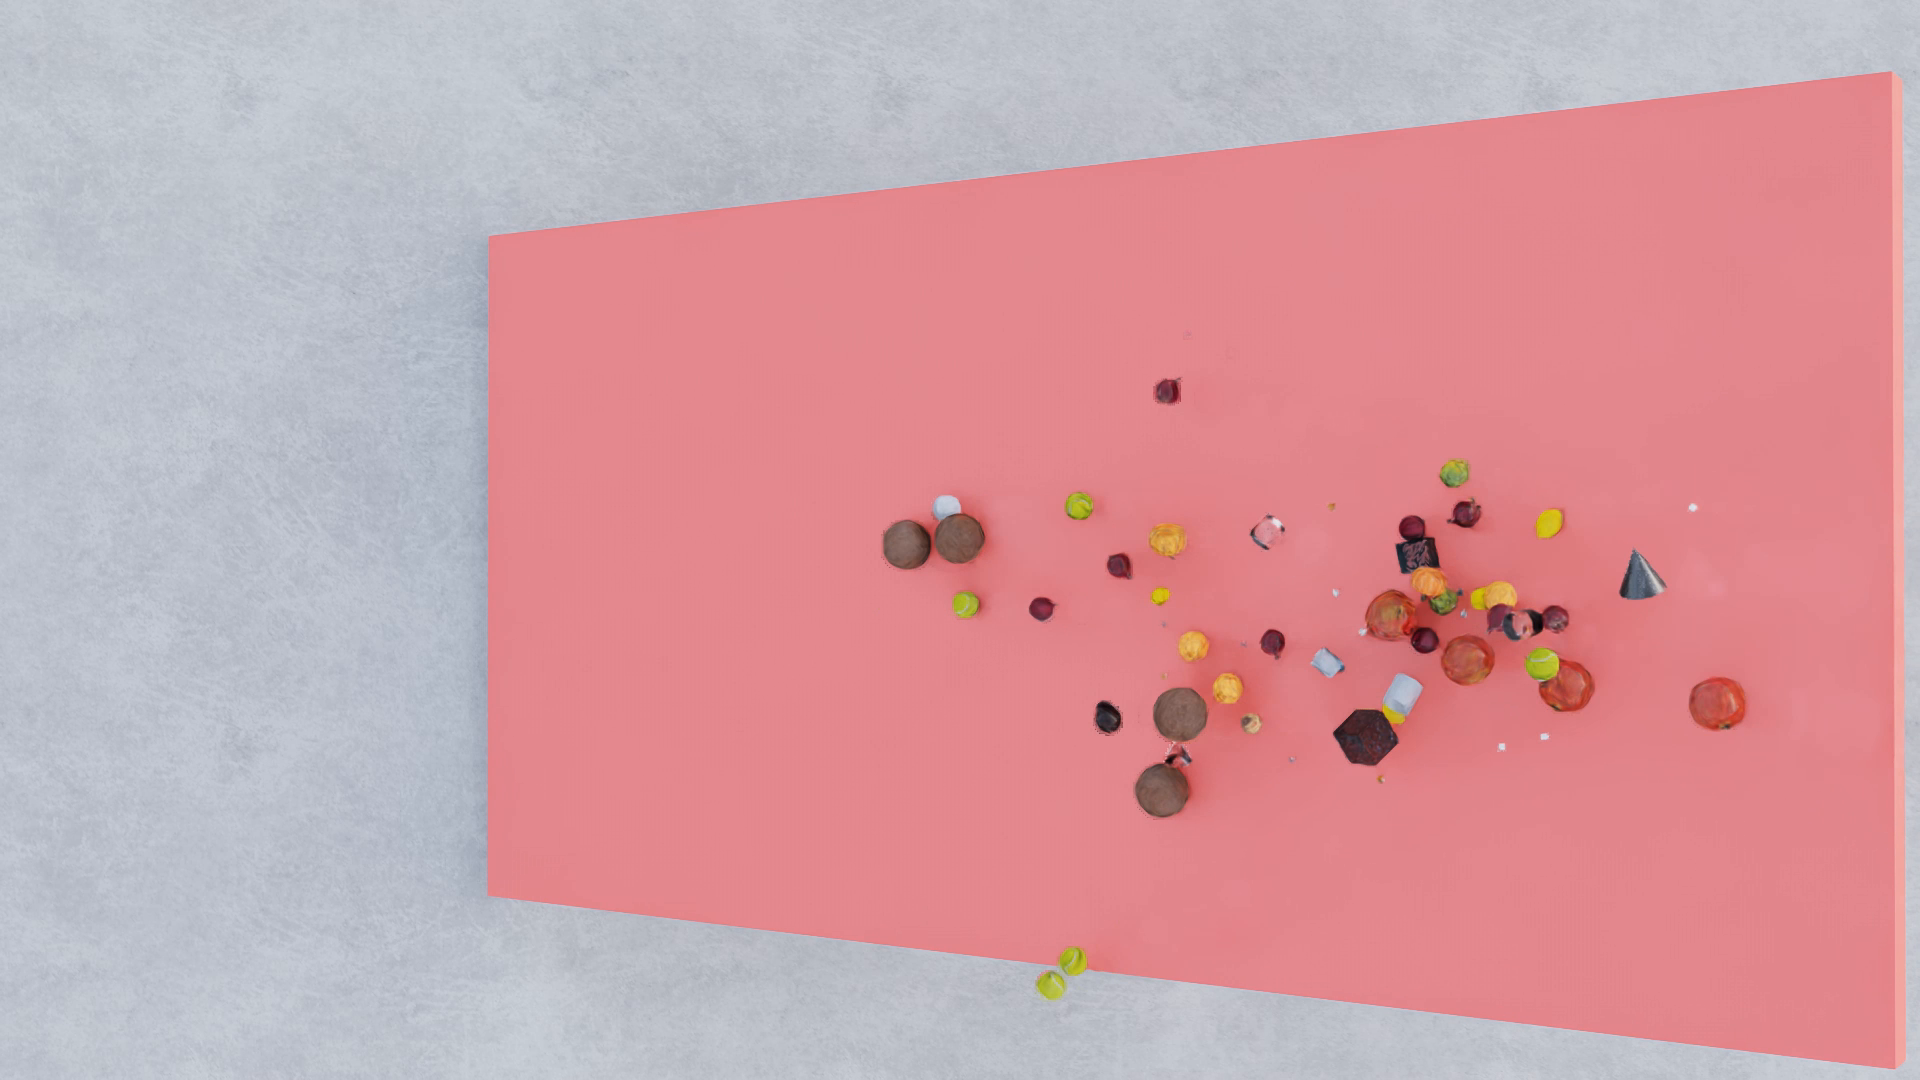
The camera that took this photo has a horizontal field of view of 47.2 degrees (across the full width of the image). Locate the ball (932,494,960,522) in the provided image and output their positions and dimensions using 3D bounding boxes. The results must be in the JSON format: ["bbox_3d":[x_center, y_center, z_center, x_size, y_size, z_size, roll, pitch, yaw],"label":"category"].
[{"bbox_3d":[-0.034,-0.081,5.666,0.073,0.073,0.073,0,90,0],"label":"ball"}]

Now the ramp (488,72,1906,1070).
[{"bbox_3d":[0.248,0.068,5.576,4.000,0.100,2.000,0,89,34],"label":"ramp"}]

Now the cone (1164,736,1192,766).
[{"bbox_3d":[0.524,0.502,5.292,0.067,0.067,0.067,1,60,0],"label":"cone"}]

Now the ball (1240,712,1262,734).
[{"bbox_3d":[0.687,0.432,5.182,0.051,0.051,0.051,0,90,0],"label":"ball"}]

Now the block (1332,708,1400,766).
[{"bbox_3d":[0.899,0.436,4.867,0.086,0.086,0.086,-41,109,-24],"label":"block"}]

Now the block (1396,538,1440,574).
[{"bbox_3d":[1.028,0.035,4.941,0.066,0.066,0.066,-16,81,33],"label":"block"}]

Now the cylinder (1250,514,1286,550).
[{"bbox_3d":[0.721,-0.018,5.153,0.059,0.059,0.059,41,112,0],"label":"cylinder"}]

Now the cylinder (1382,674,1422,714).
[{"bbox_3d":[0.996,0.347,4.945,0.066,0.066,0.066,33,72,0],"label":"cylinder"}]

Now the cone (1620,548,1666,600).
[{"bbox_3d":[1.382,0.057,4.480,0.095,0.095,0.095,-18,110,0],"label":"cone"}]
